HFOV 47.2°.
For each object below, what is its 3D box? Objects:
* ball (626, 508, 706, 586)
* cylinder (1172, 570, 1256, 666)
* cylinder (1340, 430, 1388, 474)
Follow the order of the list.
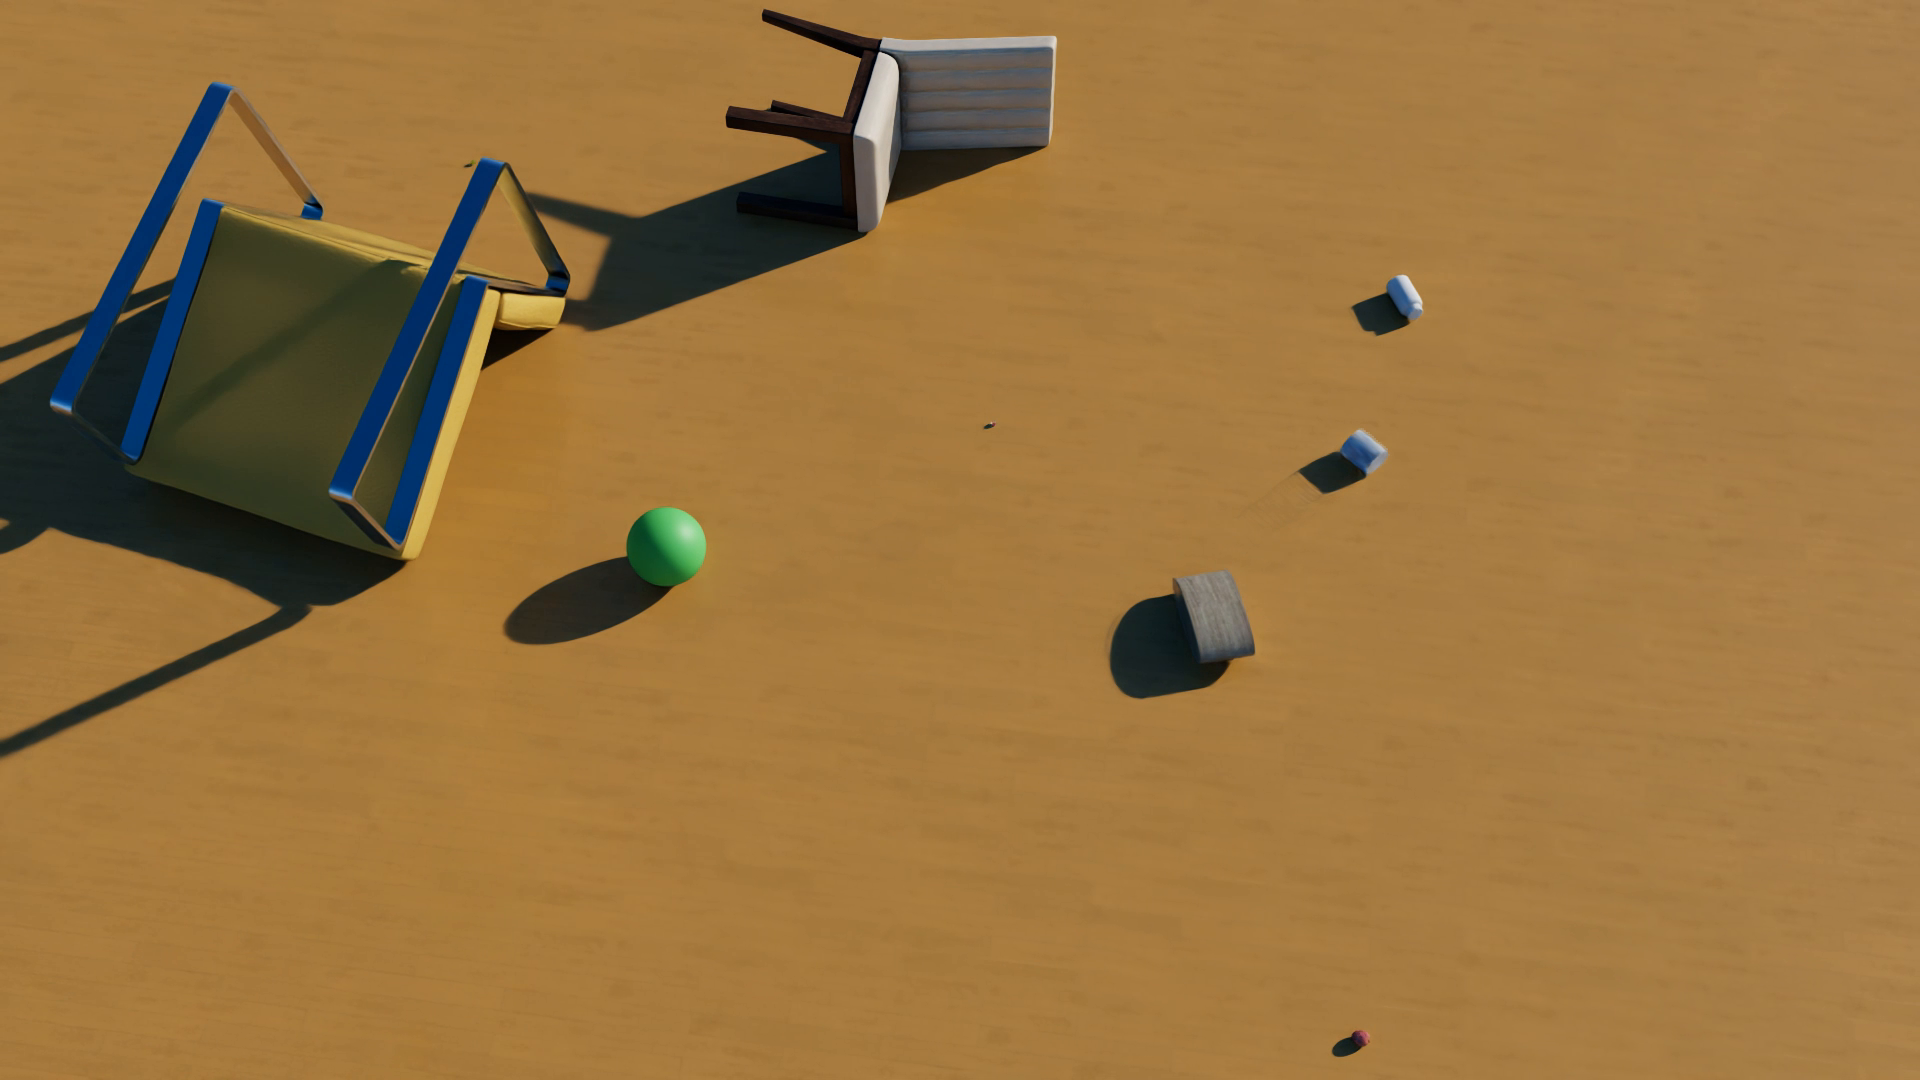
[{"bbox_3d":[-0.858,0.020,6.421,0.232,0.232,0.232,0,56,0],"label":"ball"},{"bbox_3d":[0.732,0.222,6.354,0.163,0.114,0.308,-9,51,-6],"label":"cylinder"},{"bbox_3d":[1.231,-0.267,6.703,0.096,0.083,0.107,-43,65,-6],"label":"cylinder"}]
